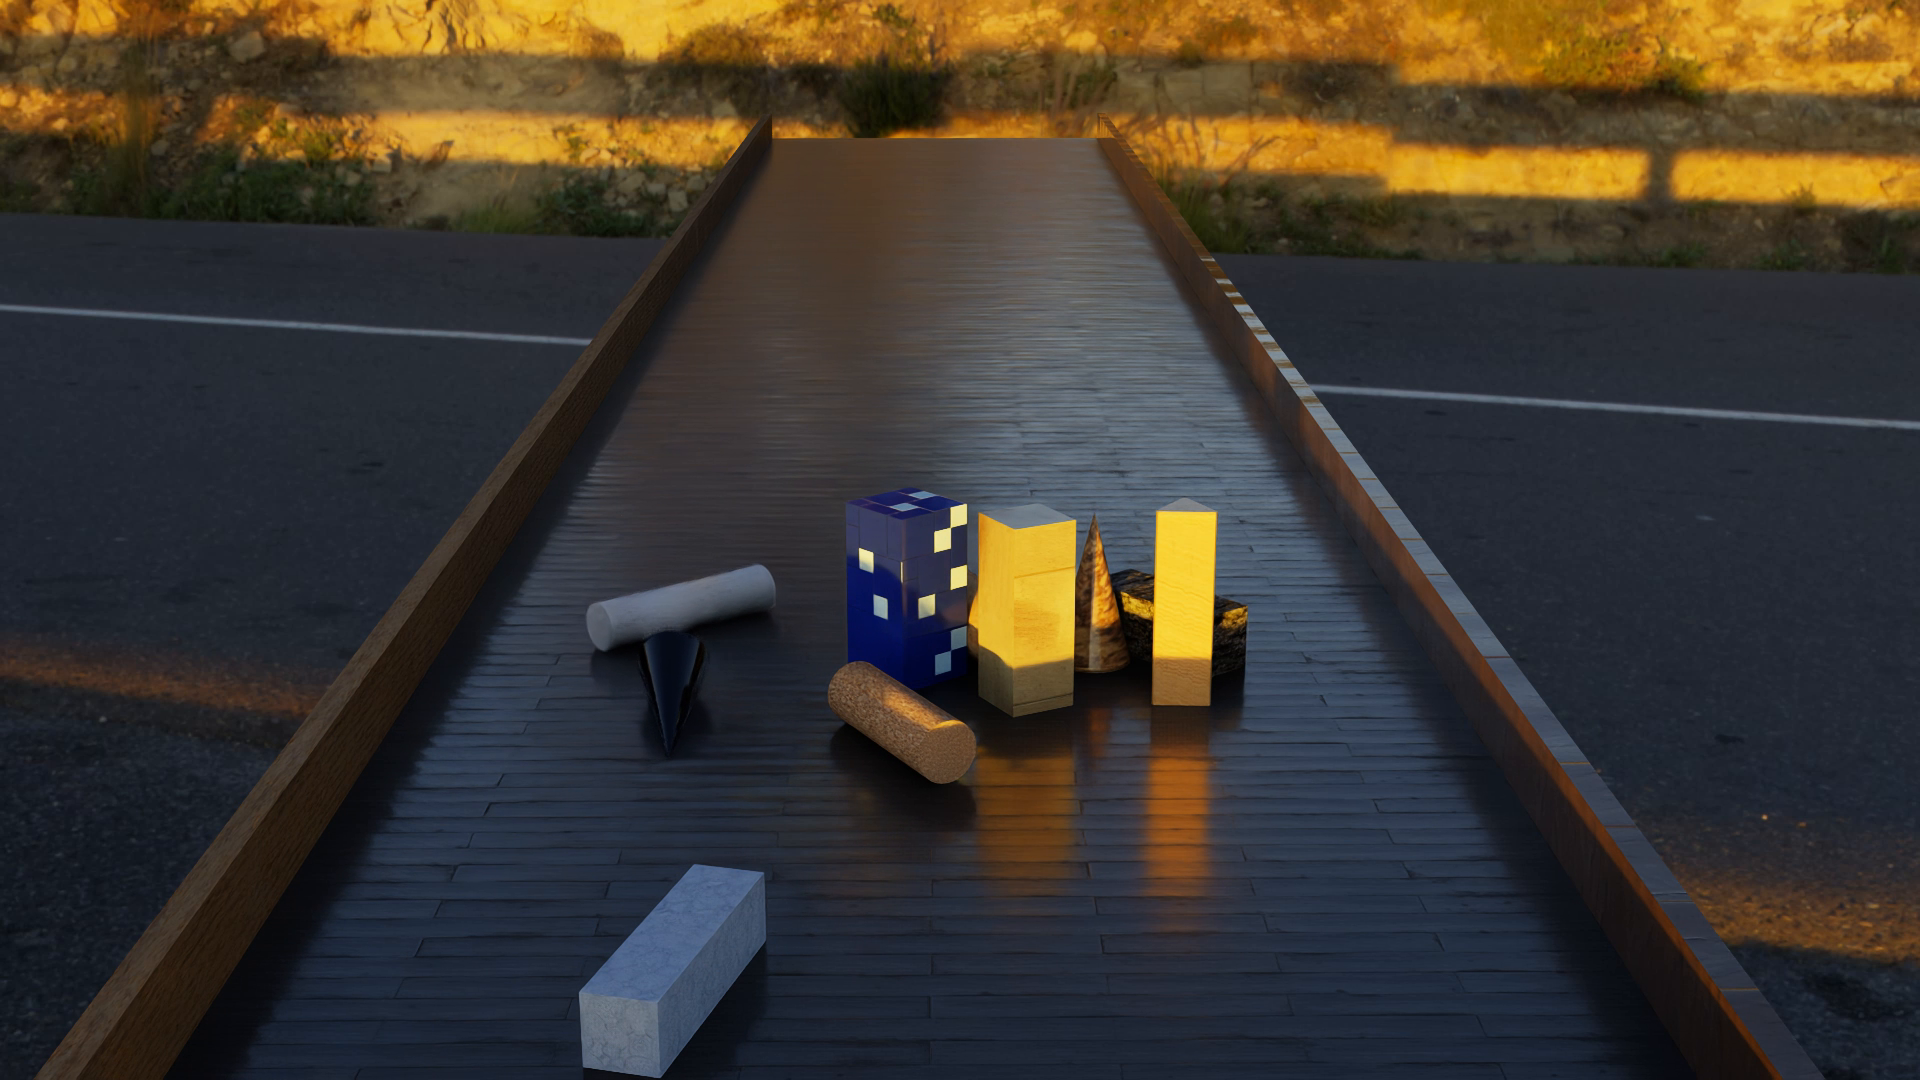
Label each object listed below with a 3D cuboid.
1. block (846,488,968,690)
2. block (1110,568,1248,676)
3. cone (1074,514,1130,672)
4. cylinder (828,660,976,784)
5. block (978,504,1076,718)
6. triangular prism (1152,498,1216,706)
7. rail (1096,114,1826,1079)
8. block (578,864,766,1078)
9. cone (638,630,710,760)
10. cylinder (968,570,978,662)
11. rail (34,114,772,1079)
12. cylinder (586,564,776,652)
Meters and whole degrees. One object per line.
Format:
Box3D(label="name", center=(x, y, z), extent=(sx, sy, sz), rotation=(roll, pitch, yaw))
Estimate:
Box3D(label="block", center=(-0.103, 0.095, 4.294), extent=(0.167, 0.348, 0.167), rotation=(-14, 22, -40))
Box3D(label="block", center=(0.414, 0.167, 4.442), extent=(0.127, 0.127, 0.325), rotation=(-14, 21, -39))
Box3D(label="cone", center=(0.265, 0.092, 4.373), extent=(0.155, 0.310, 0.155), rotation=(0, 17, 0))
Box3D(label="cylinder", center=(-0.108, 0.323, 3.939), extent=(0.115, 0.115, 0.349), rotation=(-9, 19, -28))
Box3D(label="block", center=(0.125, 0.131, 4.145), extent=(0.132, 0.366, 0.132), rotation=(-9, 19, -28))
Box3D(label="triangular prism", center=(0.422, 0.116, 4.166), extent=(0.110, 0.382, 0.095), rotation=(1, 17, 3))
Box3D(label="rail", center=(0.932, -0.844, 7.801), extent=(0.050, 0.150, 12.000), rotation=(0, 17, -1))
Box3D(label="block", center=(-0.391, 0.589, 3.053), extent=(0.109, 0.109, 0.405), rotation=(4, 17, 14))
Box3D(label="cone", center=(-0.533, 0.312, 4.059), extent=(0.137, 0.137, 0.340), rotation=(-2, 28, -5))
Box3D(label="cylinder", center=(0.046, 0.164, 4.416), extent=(0.148, 0.148, 0.369), rotation=(-8, 18, -25))
Box3D(label="rail", center=(-1.118, -0.838, 7.780), extent=(0.050, 0.150, 12.000), rotation=(0, 17, -1))
Box3D(label="cylinder", center=(-0.576, 0.140, 4.581), extent=(0.403, 0.100, 0.100), rotation=(-14, 21, -38))
